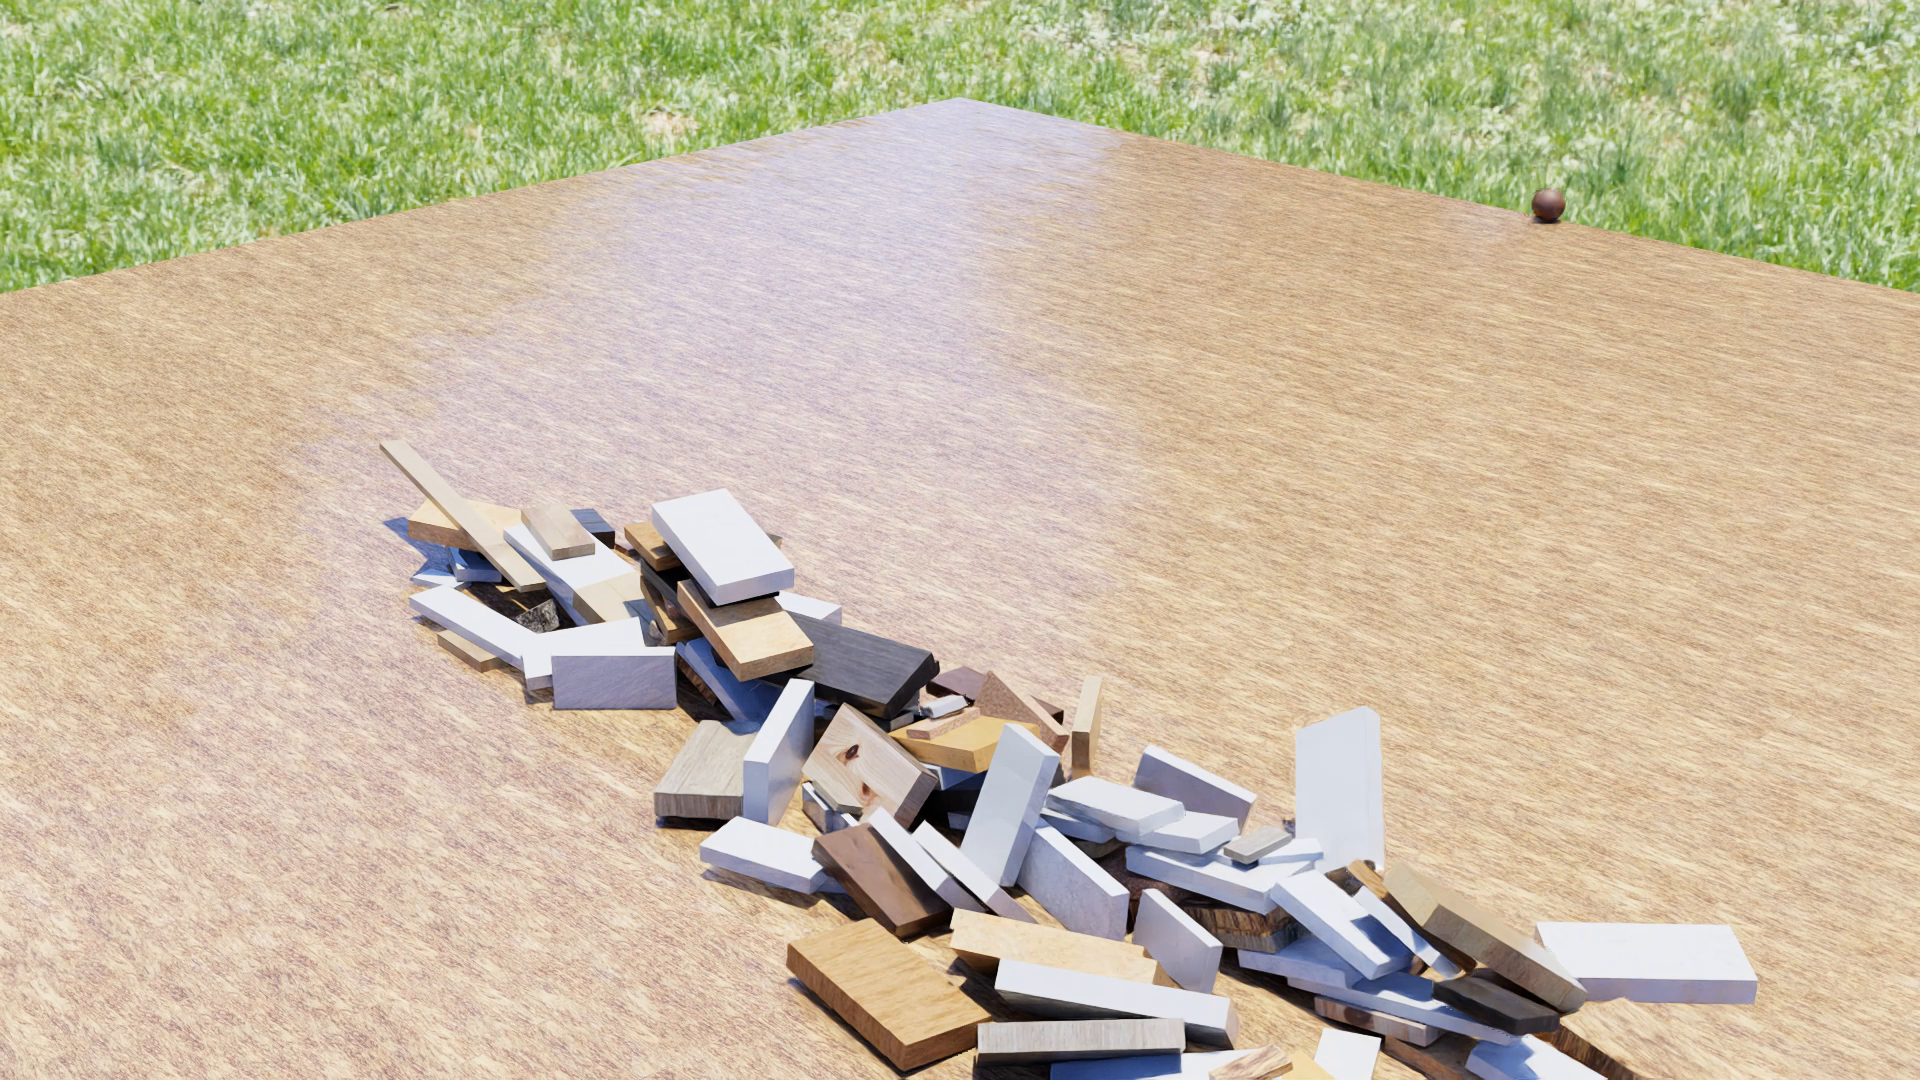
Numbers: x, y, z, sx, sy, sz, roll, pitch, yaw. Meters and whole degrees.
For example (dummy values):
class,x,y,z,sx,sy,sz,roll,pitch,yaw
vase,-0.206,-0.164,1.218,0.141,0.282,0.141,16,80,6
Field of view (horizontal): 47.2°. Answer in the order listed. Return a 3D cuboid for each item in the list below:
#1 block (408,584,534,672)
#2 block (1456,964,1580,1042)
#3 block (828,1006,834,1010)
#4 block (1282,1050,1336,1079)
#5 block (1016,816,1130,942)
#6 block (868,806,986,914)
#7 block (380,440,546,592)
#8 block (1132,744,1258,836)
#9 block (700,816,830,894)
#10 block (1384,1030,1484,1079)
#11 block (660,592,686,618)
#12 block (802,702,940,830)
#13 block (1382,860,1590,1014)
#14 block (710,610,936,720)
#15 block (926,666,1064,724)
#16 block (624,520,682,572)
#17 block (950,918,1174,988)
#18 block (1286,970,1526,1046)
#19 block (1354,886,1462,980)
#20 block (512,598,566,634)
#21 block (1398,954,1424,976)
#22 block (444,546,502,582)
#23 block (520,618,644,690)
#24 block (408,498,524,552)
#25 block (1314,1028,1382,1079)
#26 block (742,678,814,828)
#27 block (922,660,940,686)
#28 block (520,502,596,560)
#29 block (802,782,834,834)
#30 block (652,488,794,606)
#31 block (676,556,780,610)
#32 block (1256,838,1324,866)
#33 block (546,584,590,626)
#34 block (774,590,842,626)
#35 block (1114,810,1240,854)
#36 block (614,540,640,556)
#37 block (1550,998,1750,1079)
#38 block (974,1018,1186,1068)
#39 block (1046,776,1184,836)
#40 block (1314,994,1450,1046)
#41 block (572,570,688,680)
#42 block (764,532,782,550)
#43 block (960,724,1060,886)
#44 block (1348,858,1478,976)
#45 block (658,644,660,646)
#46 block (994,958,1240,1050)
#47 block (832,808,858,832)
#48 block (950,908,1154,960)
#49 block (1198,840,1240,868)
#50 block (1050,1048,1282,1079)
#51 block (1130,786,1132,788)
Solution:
class,x,y,z,sx,sy,sz,roll,pitch,yaw
block,-1.116,0.205,5.166,0.102,0.029,0.501,-21,31,-40
block,0.968,0.804,3.829,0.097,0.027,0.194,-16,28,-35
block,-0.224,0.786,3.878,0.060,0.017,0.121,-6,24,-29
block,0.565,0.915,3.490,0.129,0.037,0.258,-26,26,-18
block,0.191,0.632,4.093,0.039,0.136,0.369,-8,24,-29
block,-0.064,0.611,4.141,0.037,0.132,0.265,-46,39,-4
block,-1.258,-0.071,5.516,0.066,0.019,0.854,-10,31,-35
block,0.458,0.507,4.342,0.236,0.118,0.033,25,32,17
block,-0.360,0.602,4.211,0.250,0.035,0.125,12,26,27
block,0.839,0.867,3.675,0.116,0.033,0.232,-19,29,-37
block,-0.624,0.109,4.977,0.102,0.029,0.203,-5,30,-15
block,-0.186,0.473,4.437,0.048,0.168,0.337,31,2,-37
block,0.900,0.683,3.770,0.349,0.049,0.175,31,8,-19
block,-0.295,0.254,4.707,0.486,0.048,0.168,14,46,34
block,0.074,0.352,4.802,0.118,0.033,0.306,-16,27,-42
block,-0.677,0.008,5.002,0.108,0.031,0.216,-13,26,-24
block,0.179,0.738,3.811,0.359,0.180,0.051,8,69,19
block,0.762,0.773,3.725,0.095,0.027,0.461,-20,16,-38
block,0.759,0.668,3.734,0.191,0.027,0.095,42,3,43
block,-1.001,0.193,5.220,0.019,0.066,0.132,-18,9,37
block,0.745,0.734,3.962,0.185,0.026,0.092,15,41,36
block,-1.233,0.051,5.568,0.109,0.031,0.219,3,19,-22
block,-0.848,0.255,4.957,0.269,0.038,0.135,-10,43,-10
block,-1.187,-0.029,5.533,0.353,0.050,0.176,12,25,4
block,0.634,0.883,3.644,0.097,0.027,0.194,7,24,17
block,-0.367,0.445,4.481,0.051,0.180,0.360,6,24,9
block,-0.205,0.263,4.750,0.319,0.031,0.108,13,32,32
block,-0.983,-0.021,5.374,0.109,0.031,0.219,-10,32,-29
block,-0.286,0.540,4.414,0.017,0.058,0.117,-11,25,-24
block,-0.522,0.011,4.815,0.180,0.051,0.360,-14,36,-27
block,-0.531,0.035,4.866,0.160,0.045,0.320,-11,35,-23
block,0.588,0.559,3.944,0.116,0.016,0.058,-5,18,-1
block,-0.851,0.150,5.276,0.174,0.049,0.348,-11,33,-30
block,-0.541,0.161,5.317,0.495,0.050,0.176,13,26,28
block,0.396,0.530,4.021,0.105,0.030,0.211,-20,14,-39
block,-0.823,0.008,5.717,0.131,0.019,0.066,-18,29,-36
block,1.294,0.959,3.420,0.167,0.047,0.848,-8,24,-32
block,0.194,0.827,3.616,0.333,0.047,0.166,-1,-21,-2
block,0.286,0.496,4.120,0.105,0.030,0.293,-16,13,-31
block,0.736,0.801,3.765,0.116,0.033,0.232,-20,17,-39
block,-0.730,0.204,5.105,0.174,0.049,0.348,-19,44,-37
block,-0.554,0.014,5.519,0.160,0.045,0.320,15,8,4
block,0.093,0.501,4.160,0.039,0.273,0.136,9,16,-37
block,0.784,0.651,3.816,0.092,0.026,0.267,39,2,-40
block,-0.621,0.178,5.061,0.135,0.038,0.269,11,43,-14
block,0.267,0.783,3.706,0.389,0.180,0.051,7,68,16
block,-0.232,0.564,4.356,0.017,0.059,0.199,-12,26,-26
block,0.166,0.721,3.906,0.350,0.132,0.037,8,69,19
block,0.467,0.558,3.977,0.058,0.016,0.116,-20,23,-39
block,0.332,0.886,3.552,0.375,0.037,0.129,-6,22,9
block,0.405,0.529,4.468,0.125,0.035,0.250,12,26,25
